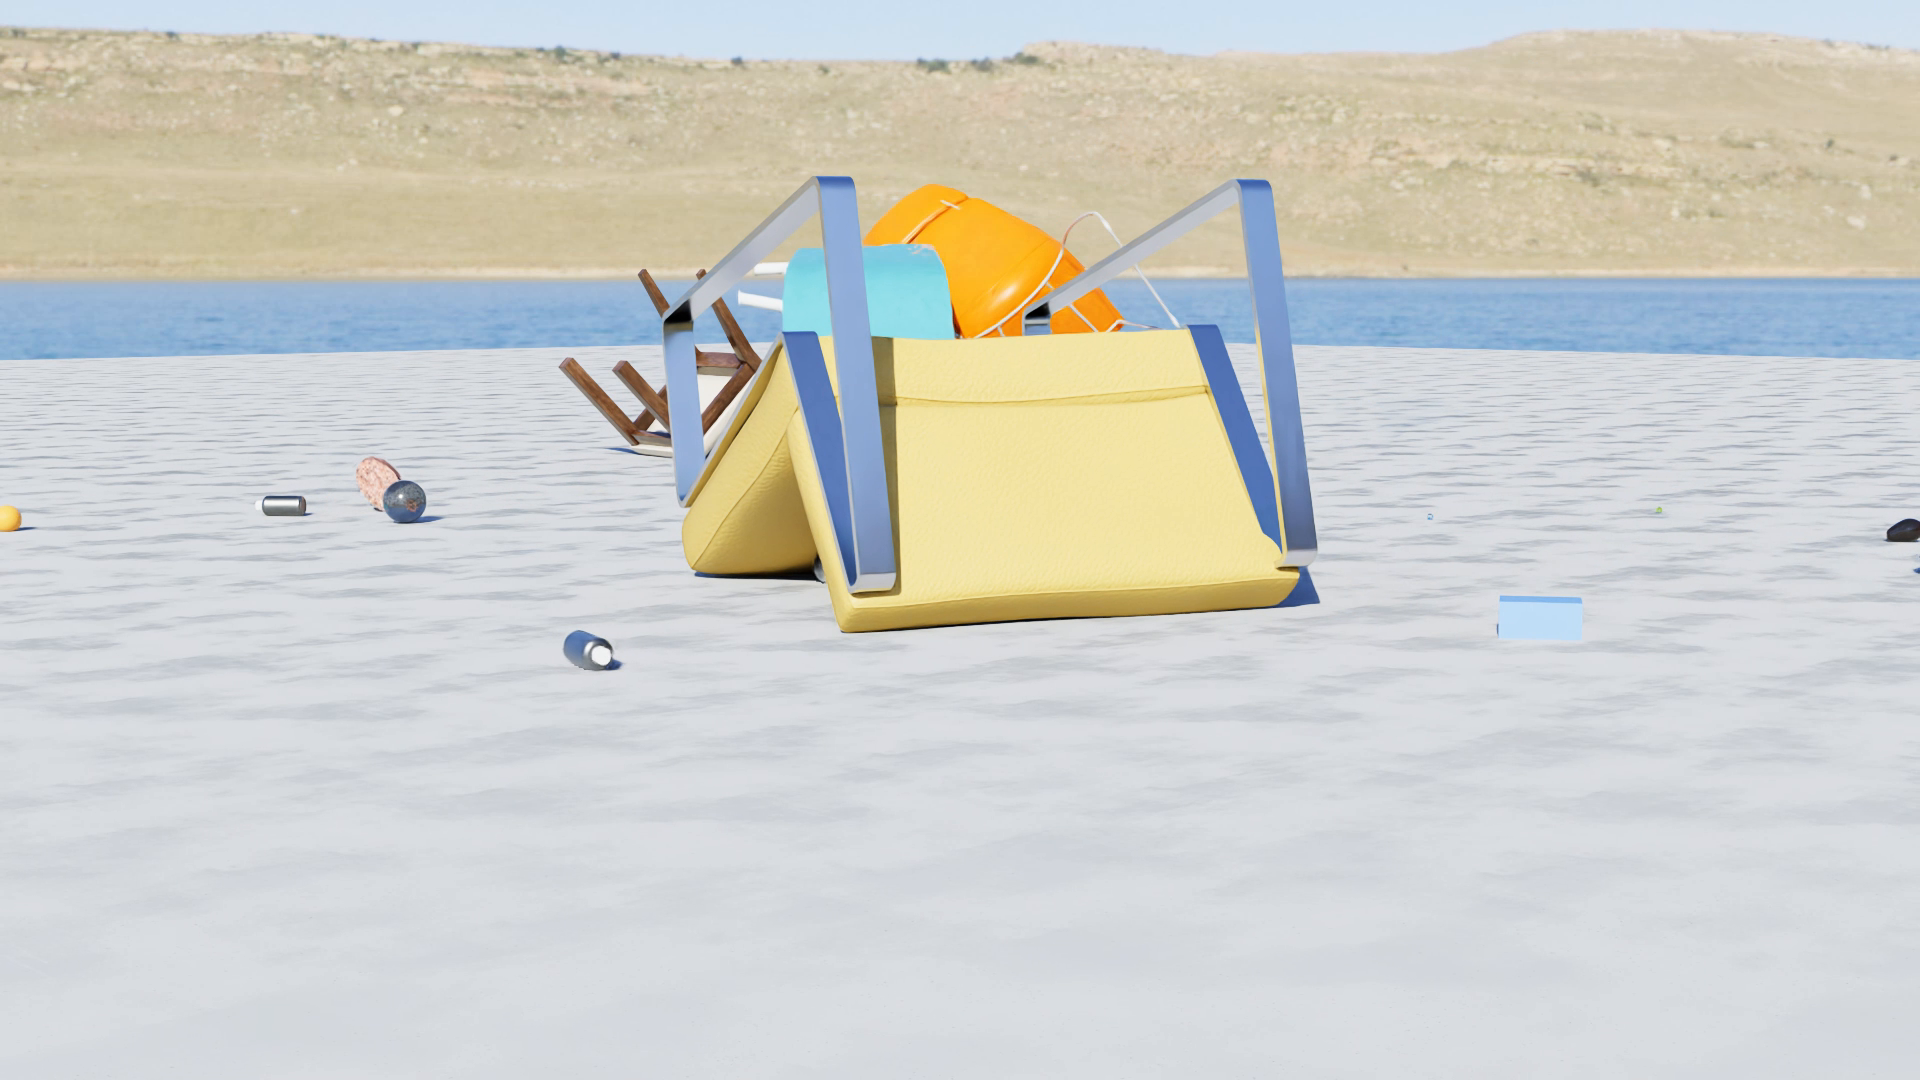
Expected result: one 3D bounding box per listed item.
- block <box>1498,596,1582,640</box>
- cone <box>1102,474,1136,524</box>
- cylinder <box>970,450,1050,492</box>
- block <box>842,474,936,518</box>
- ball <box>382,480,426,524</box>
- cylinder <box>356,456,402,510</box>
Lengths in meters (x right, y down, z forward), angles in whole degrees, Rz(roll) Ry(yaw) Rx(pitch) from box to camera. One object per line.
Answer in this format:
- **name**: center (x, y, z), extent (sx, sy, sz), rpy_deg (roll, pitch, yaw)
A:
- **block**: center (1.062, 0.142, 4.698), extent (0.148, 0.068, 0.094), rpy_deg (1, 6, 12)
- **cone**: center (0.426, -0.115, 6.833), extent (0.092, 0.142, 0.074), rpy_deg (1, 6, 5)
- **cylinder**: center (0.156, -0.215, 7.947), extent (0.116, 0.113, 0.256), rpy_deg (41, 29, 30)
- **block**: center (-0.198, -0.122, 7.110), extent (0.211, 0.100, 0.155), rpy_deg (-4, 7, -37)
- **ball**: center (-1.481, -0.103, 6.843), extent (0.116, 0.116, 0.116), rpy_deg (0, 6, 0)
- **cylinder**: center (-1.631, -0.158, 7.230), extent (0.104, 0.167, 0.117), rpy_deg (-38, 11, -4)
